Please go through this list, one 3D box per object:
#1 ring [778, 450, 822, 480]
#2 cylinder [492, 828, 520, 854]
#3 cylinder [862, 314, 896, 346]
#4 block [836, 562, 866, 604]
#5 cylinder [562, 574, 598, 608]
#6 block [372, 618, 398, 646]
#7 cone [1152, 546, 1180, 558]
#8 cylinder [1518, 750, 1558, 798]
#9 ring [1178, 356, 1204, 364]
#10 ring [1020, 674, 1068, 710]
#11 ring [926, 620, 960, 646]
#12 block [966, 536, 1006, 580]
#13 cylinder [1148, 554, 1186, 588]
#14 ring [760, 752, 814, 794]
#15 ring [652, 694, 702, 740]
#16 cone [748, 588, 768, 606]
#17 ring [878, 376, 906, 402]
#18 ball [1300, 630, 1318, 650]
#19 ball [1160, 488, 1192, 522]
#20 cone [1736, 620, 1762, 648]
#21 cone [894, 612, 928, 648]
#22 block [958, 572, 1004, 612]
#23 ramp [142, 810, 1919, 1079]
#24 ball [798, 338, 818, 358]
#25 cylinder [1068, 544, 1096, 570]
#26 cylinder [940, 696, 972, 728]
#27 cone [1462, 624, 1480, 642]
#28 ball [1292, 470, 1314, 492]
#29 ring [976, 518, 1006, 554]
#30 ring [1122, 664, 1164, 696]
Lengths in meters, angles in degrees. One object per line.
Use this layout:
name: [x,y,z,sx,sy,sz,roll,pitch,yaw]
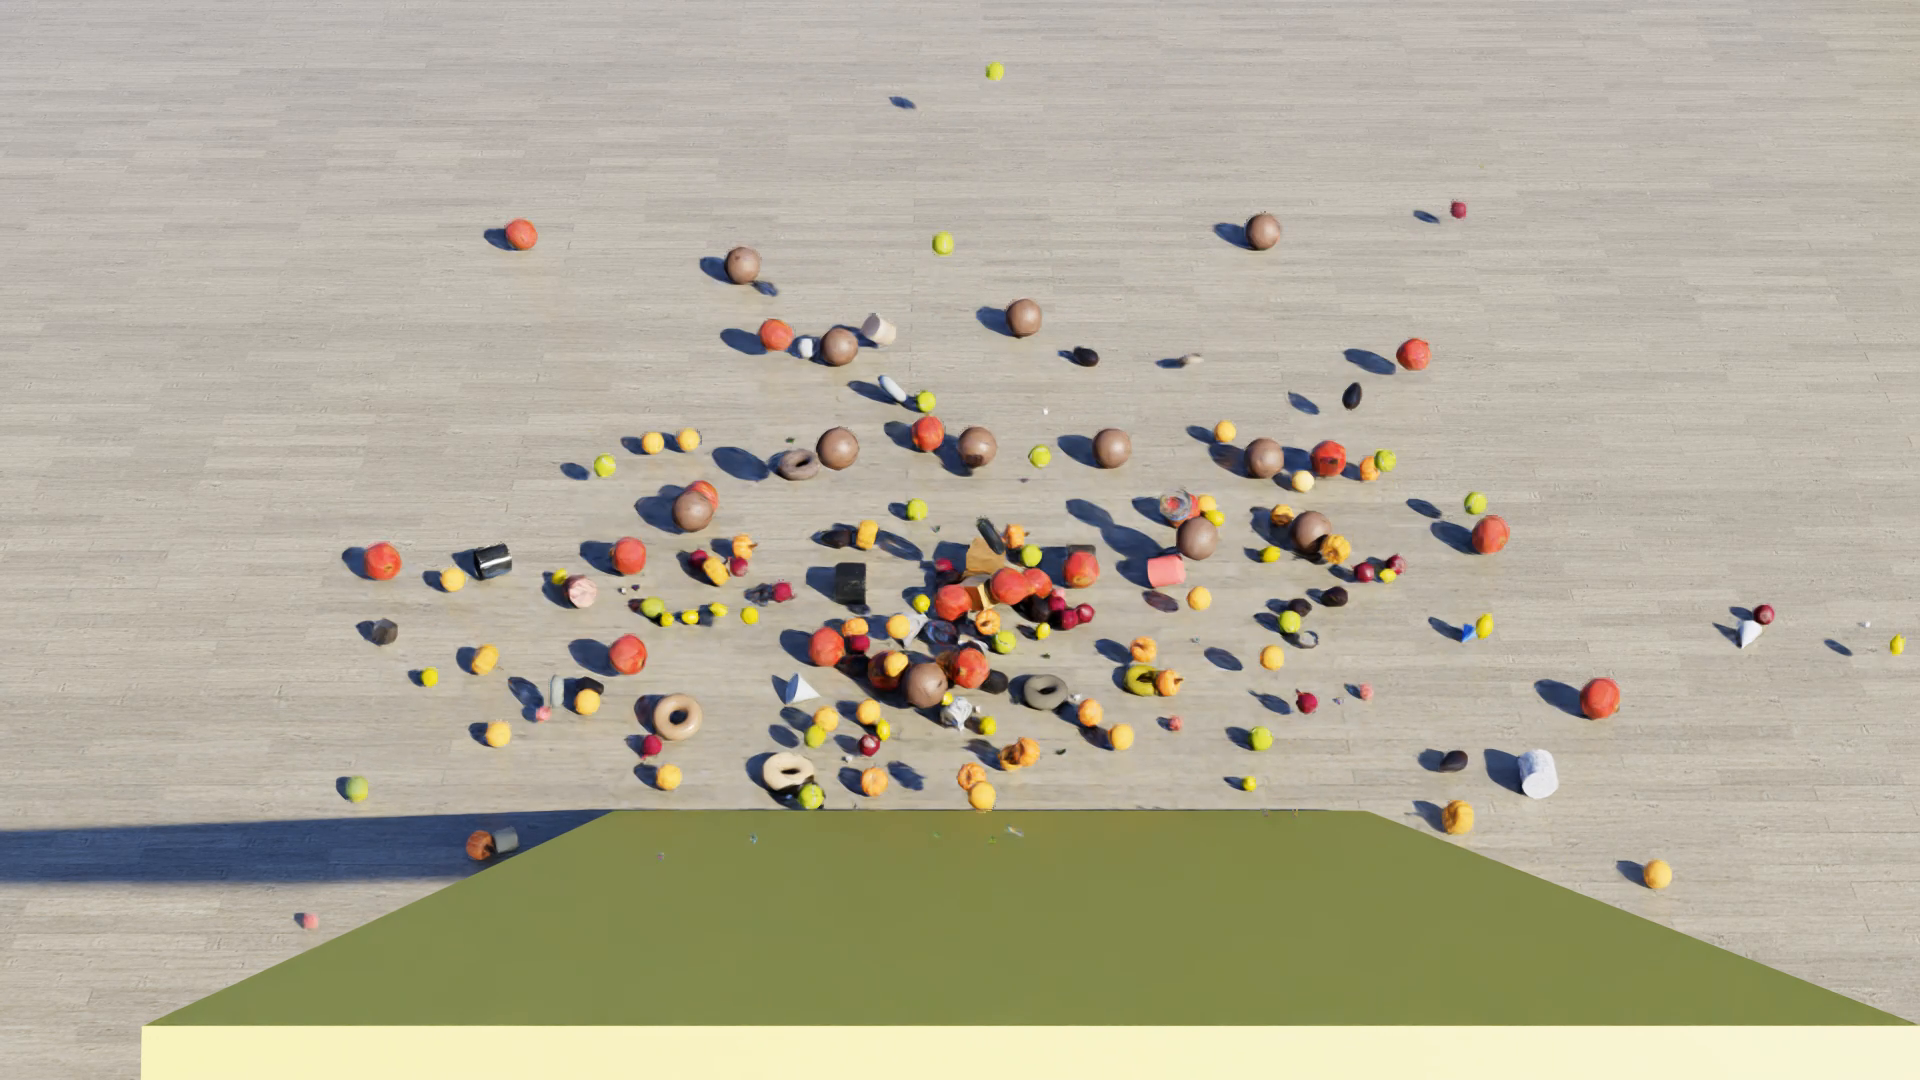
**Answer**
ring: [-0.511,-0.240,8.290,0.141,0.047,0.141,-1,37,1]
cylinder: [-1.205,0.797,6.895,0.059,0.059,0.059,-13,39,-17]
cylinder: [-0.274,-0.710,8.824,0.084,0.084,0.084,24,16,-44]
block: [-0.325,0.130,7.763,0.087,0.087,0.087,1,37,1]
cylinder: [-1.128,0.150,7.712,0.085,0.085,0.085,-17,17,-21]
block: [-1.677,0.267,7.584,0.052,0.052,0.052,22,24,19]
cone: [0.640,0.087,7.855,0.099,0.099,0.099,-15,66,-20]
cylinder: [1.573,0.636,7.081,0.094,0.094,0.094,1,37,2]
ring: [0.774,-0.603,8.719,0.083,0.028,0.083,-1,8,0]
ring: [0.240,0.432,7.395,0.135,0.045,0.135,1,37,-1]
ring: [-0.051,0.270,7.600,0.108,0.036,0.108,17,25,-8]
block: [0.077,0.063,7.844,0.096,0.096,0.096,9,38,12]
cylinder: [0.618,0.092,7.791,0.089,0.089,0.089,-11,33,20]
ring: [-0.470,0.636,7.111,0.149,0.050,0.149,5,33,-3]
ring: [-0.791,0.495,7.276,0.144,0.048,0.144,-1,60,3]
cone: [-0.609,0.173,7.748,0.055,0.055,0.055,-11,30,30]
ring: [-0.223,-0.499,8.577,0.039,0.116,0.116,-46,47,0]
ball: [1.016,0.290,7.575,0.056,0.056,0.056,0,37,0]
ball: [0.646,-0.106,7.787,0.100,0.100,0.100,0,37,0]
cone: [2.293,0.287,7.592,0.078,0.078,0.078,17,64,21]
cone: [-0.153,0.276,7.603,0.098,0.098,0.098,7,64,10]
block: [0.062,0.155,7.711,0.082,0.082,0.082,5,30,46]
ramp: [0.081,0.683,4.918,2.000,0.100,4.000,0,-2,0]
ball: [-0.518,-0.651,8.822,0.067,0.067,0.067,0,37,0]
cylinder: [0.368,0.053,7.873,0.077,0.077,0.077,-1,37,-2]
cylinder: [-0.010,0.482,7.270,0.065,0.065,0.065,29,59,33]
cone: [1.483,0.282,7.612,0.054,0.054,0.054,27,71,31]
ball: [1.079,-0.186,8.199,0.070,0.070,0.070,0,37,0]
ring: [0.091,-0.012,7.589,0.041,0.122,0.122,-35,41,4]
ring: [0.524,0.401,7.441,0.117,0.039,0.117,0,38,0]
